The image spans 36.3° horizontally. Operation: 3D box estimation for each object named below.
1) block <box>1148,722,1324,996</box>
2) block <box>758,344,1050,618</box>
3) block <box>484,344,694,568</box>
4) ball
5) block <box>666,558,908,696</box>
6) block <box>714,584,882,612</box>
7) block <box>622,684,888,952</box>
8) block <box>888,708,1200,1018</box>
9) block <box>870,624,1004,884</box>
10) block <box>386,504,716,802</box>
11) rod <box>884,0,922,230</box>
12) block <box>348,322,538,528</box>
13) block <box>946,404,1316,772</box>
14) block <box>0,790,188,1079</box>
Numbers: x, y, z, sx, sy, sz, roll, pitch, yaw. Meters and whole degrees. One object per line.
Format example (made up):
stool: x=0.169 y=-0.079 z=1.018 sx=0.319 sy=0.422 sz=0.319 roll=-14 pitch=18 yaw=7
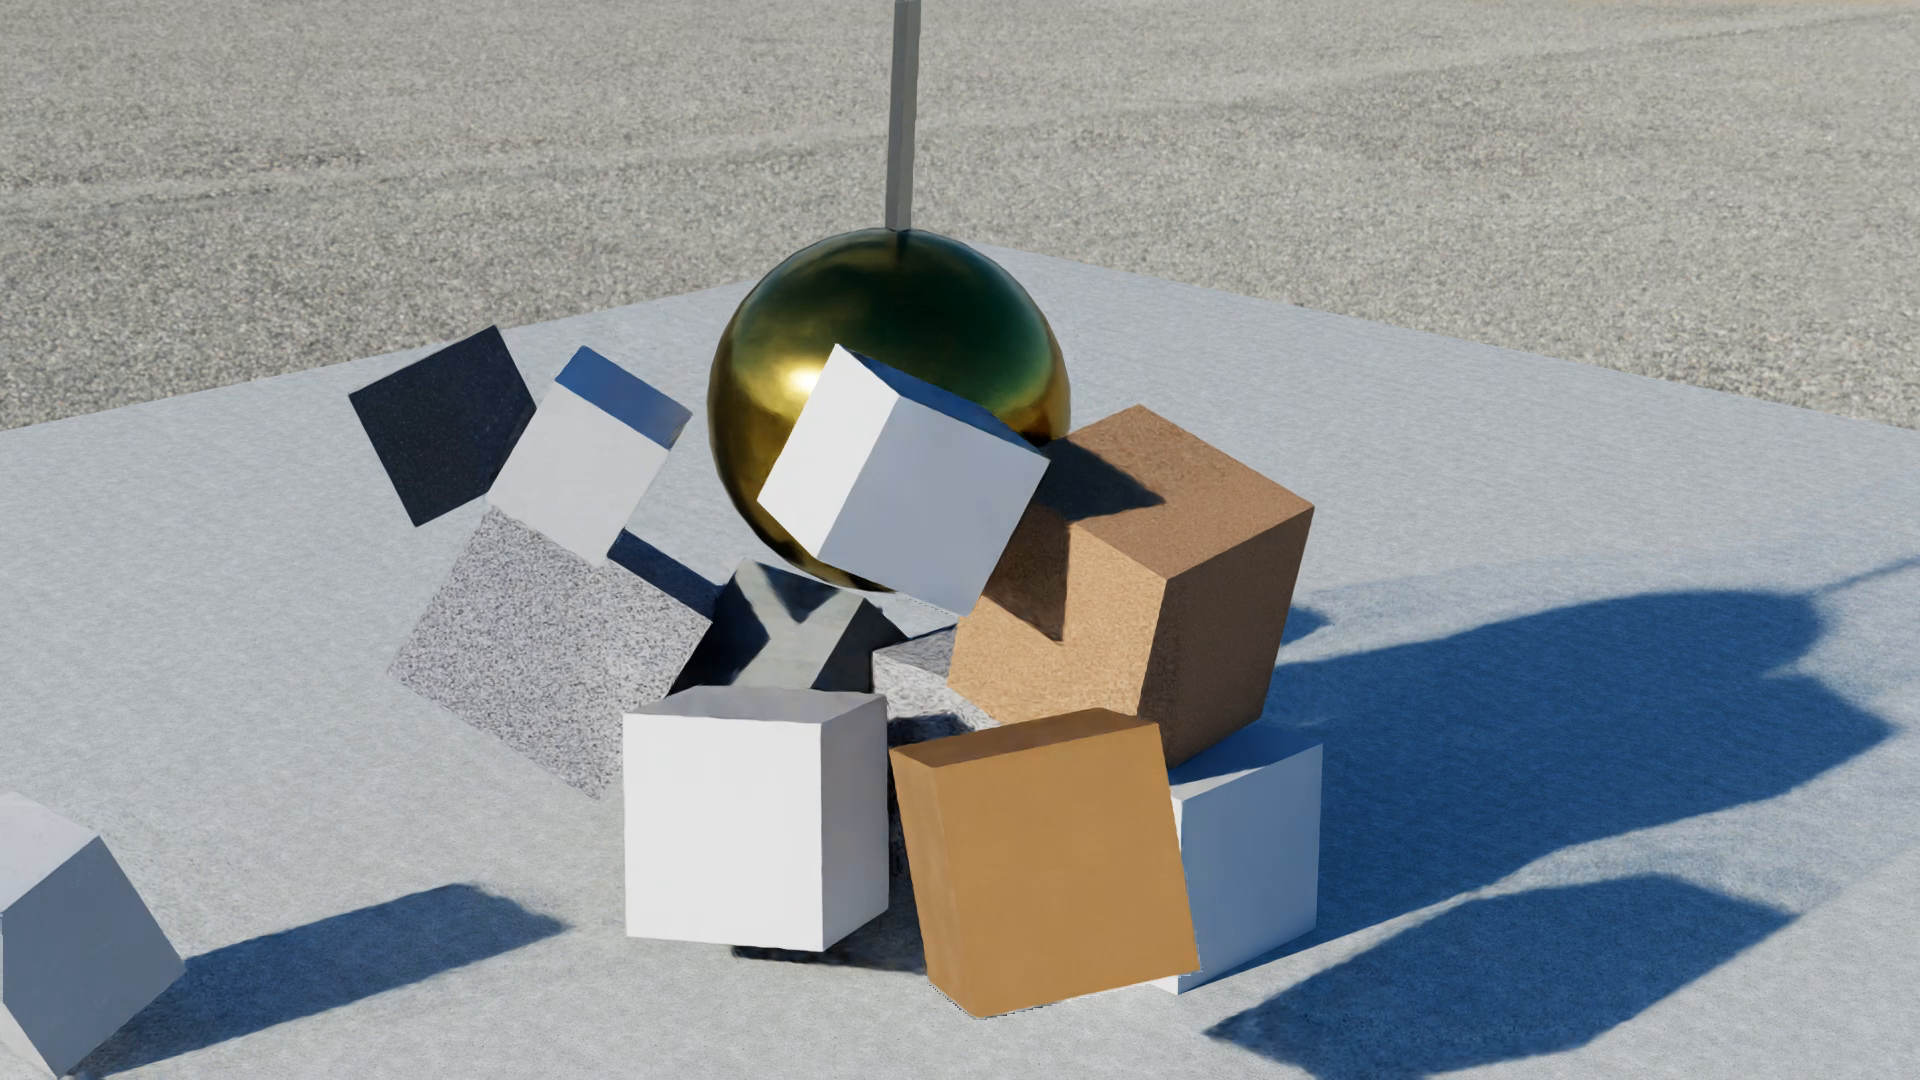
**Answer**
block: x=0.950 y=1.304 z=12.736 sx=0.816 sy=0.876 sz=0.928 roll=17 pitch=24 yaw=42
block: x=-0.230 y=-0.237 z=11.667 sx=0.744 sy=0.715 sz=0.643 roll=22 pitch=11 yaw=-32
block: x=-1.596 y=-0.367 z=12.659 sx=0.565 sy=0.630 sz=0.537 roll=32 pitch=20 yaw=-6
ball: x=-0.311 y=-0.567 z=12.838 sx=1.600 sy=1.600 sz=1.600 roll=0 pitch=17 yaw=0
block: x=-0.710 y=0.792 z=13.629 sx=0.827 sy=0.931 sz=0.930 roll=17 pitch=-20 yaw=42
block: x=-0.960 y=0.735 z=14.581 sx=0.813 sy=0.855 sz=0.822 roll=-16 pitch=24 yaw=-42
block: x=-0.855 y=1.160 z=12.453 sx=0.878 sy=0.943 sz=0.799 roll=2 pitch=7 yaw=18
block: x=0.291 y=1.147 z=10.644 sx=0.821 sy=0.887 sz=0.830 roll=-10 pitch=3 yaw=-12
block: x=0.318 y=1.009 z=13.369 sx=1.008 sy=1.058 sz=1.034 roll=-17 pitch=24 yaw=-42
block: x=-1.864 y=0.409 z=13.599 sx=1.105 sy=0.968 sz=1.082 roll=32 pitch=5 yaw=-7
rod: x=-0.135 y=-3.854 z=11.989 sx=0.080 sy=5.200 sz=0.080 roll=17 pitch=20 yaw=42
block: x=-2.299 y=-0.534 z=13.384 sx=0.722 sy=0.658 sz=0.604 roll=-26 pitch=8 yaw=-6
block: x=0.707 y=0.242 z=12.349 sx=0.969 sy=1.096 sz=0.983 roll=32 pitch=38 yaw=31
block: x=-3.702 y=1.565 z=11.722 sx=0.778 sy=0.734 sz=0.654 roll=14 pitch=47 yaw=46
